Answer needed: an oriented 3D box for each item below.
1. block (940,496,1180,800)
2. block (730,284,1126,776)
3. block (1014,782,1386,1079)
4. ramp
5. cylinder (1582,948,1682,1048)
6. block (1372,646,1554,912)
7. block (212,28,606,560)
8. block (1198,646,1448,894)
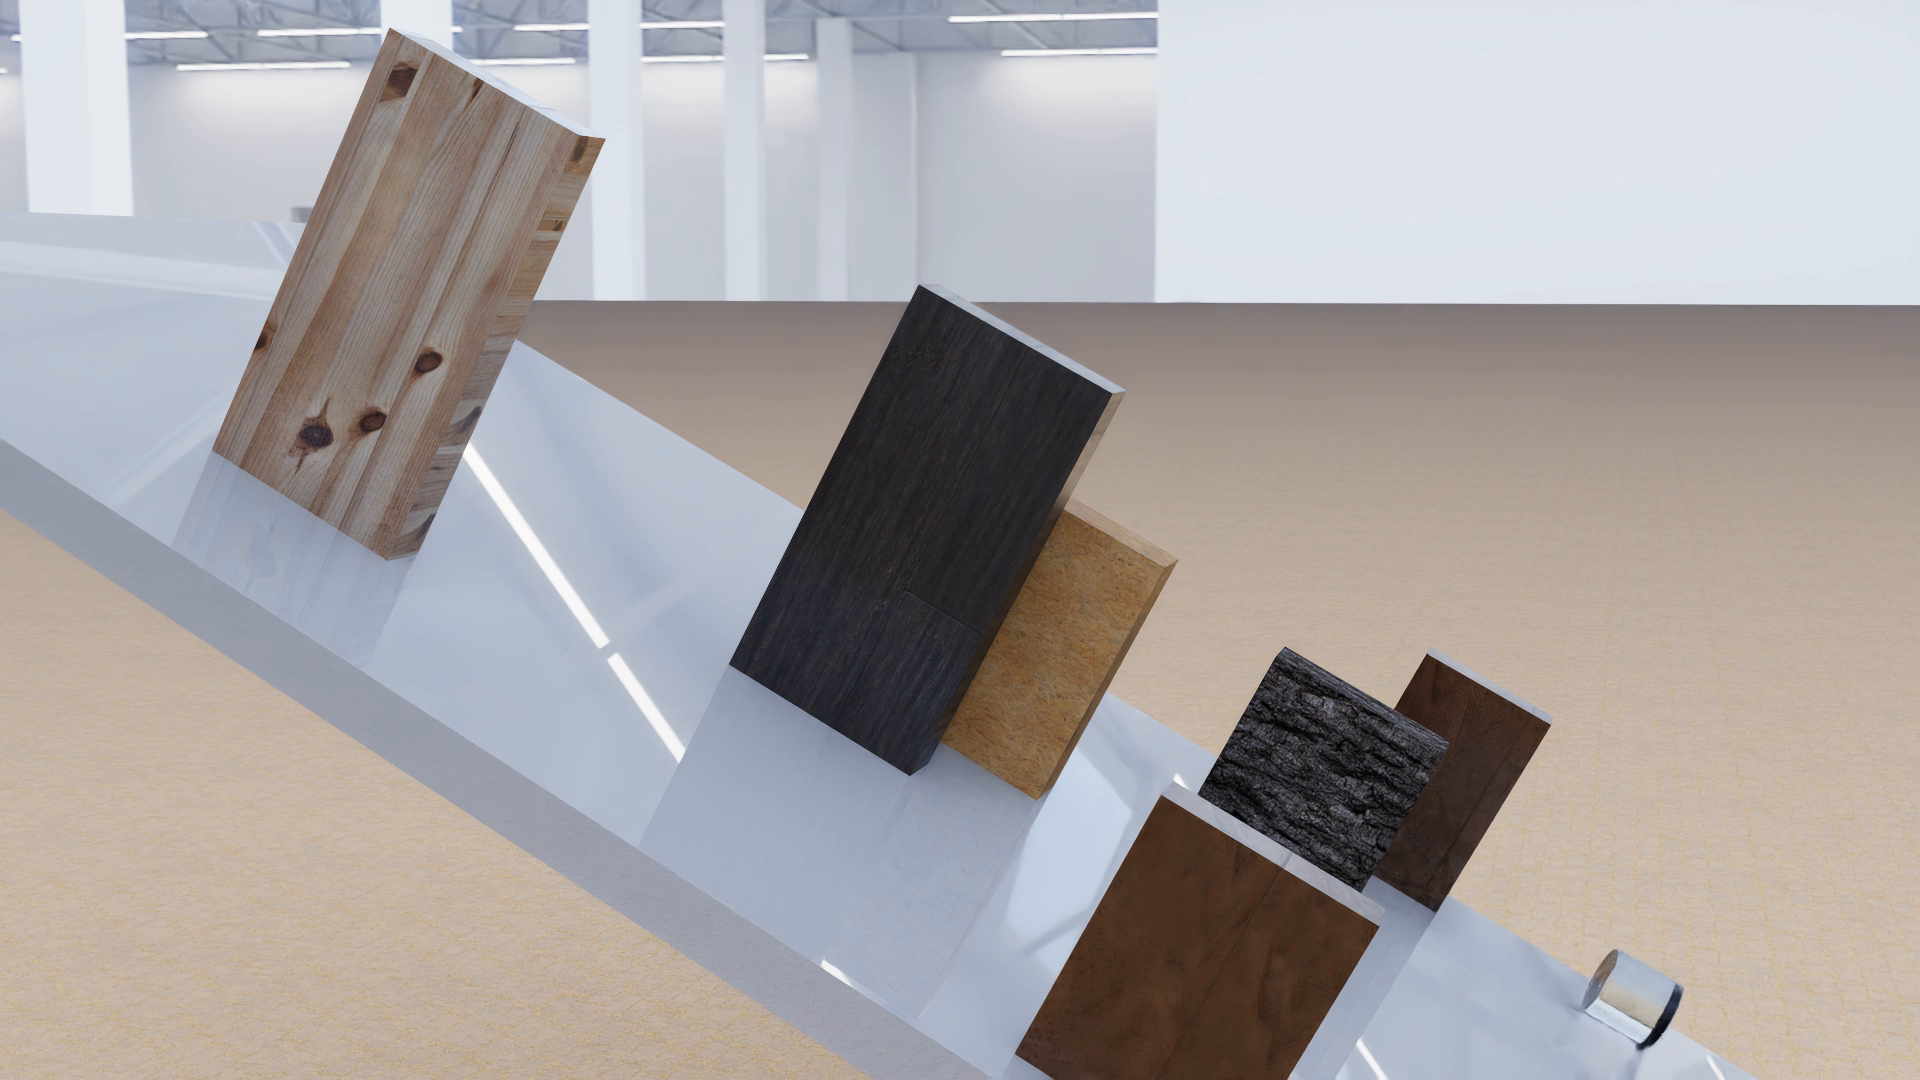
[{"bbox_3d":[0.165,0.197,4.179,0.270,0.513,0.131,30,14,12],"label":"block"},{"bbox_3d":[-0.066,-0.017,3.949,0.396,0.785,0.107,30,14,12],"label":"block"},{"bbox_3d":[0.336,0.625,3.108,0.344,0.447,0.088,30,14,12],"label":"block"},{"bbox_3d":[-0.218,0.362,4.145,4.000,0.100,2.000,30,14,12],"label":"ramp"},{"bbox_3d":[1.386,0.945,4.539,0.147,0.147,0.147,29,12,8],"label":"cylinder"},{"bbox_3d":[1.013,0.512,4.703,0.293,0.477,0.094,30,14,12],"label":"block"},{"bbox_3d":[-0.936,-0.407,3.702,0.383,0.795,0.097,30,14,12],"label":"block"},{"bbox_3d":[0.680,0.488,4.278,0.363,0.424,0.114,30,14,12],"label":"block"}]
